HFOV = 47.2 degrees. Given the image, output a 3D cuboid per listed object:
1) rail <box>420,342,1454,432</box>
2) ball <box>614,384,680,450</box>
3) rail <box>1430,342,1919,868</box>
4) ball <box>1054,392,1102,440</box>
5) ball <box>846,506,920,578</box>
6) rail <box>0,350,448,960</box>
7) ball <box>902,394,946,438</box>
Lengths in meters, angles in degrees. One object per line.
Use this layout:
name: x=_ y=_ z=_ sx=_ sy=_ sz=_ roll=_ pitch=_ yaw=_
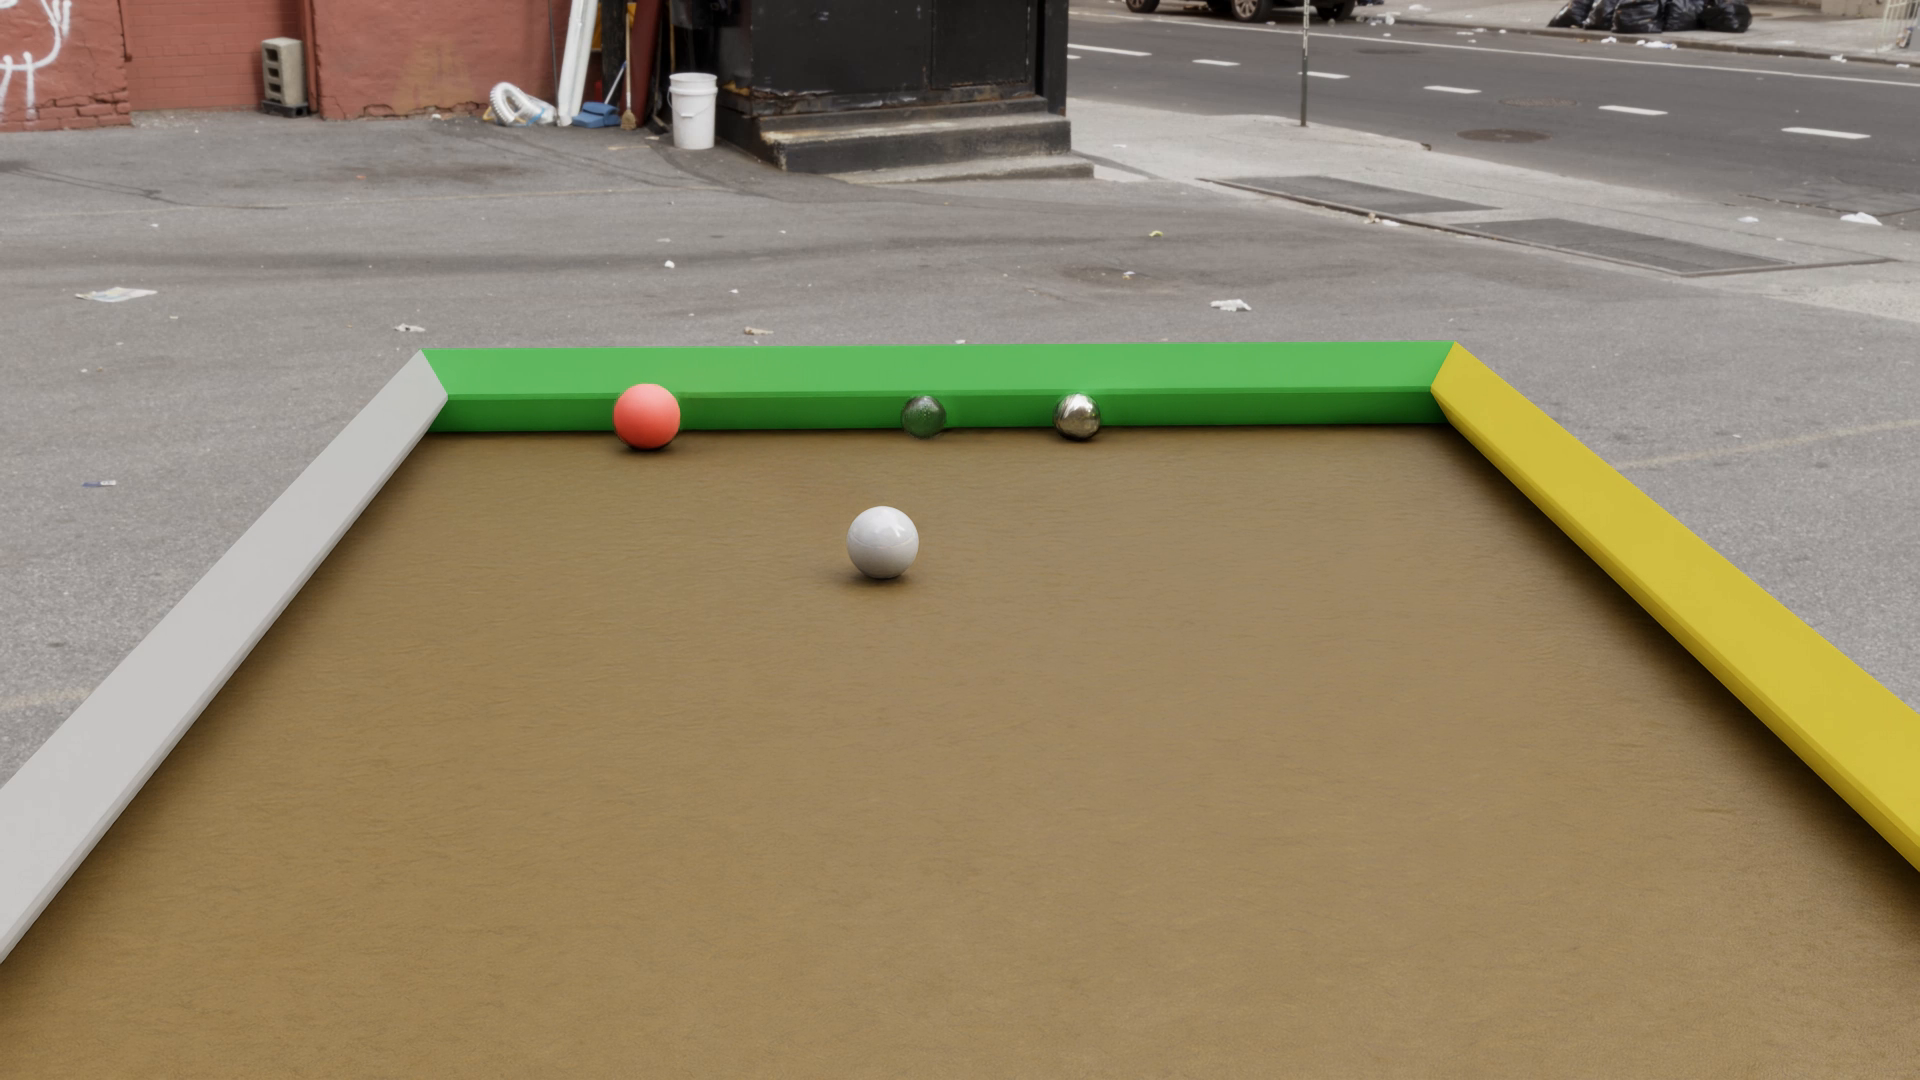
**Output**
rail: x=-0.026 y=-0.222 z=3.244 sx=1.533 sy=0.124 sz=0.045 roll=-1 pitch=17 yaw=-2
ball: x=-0.448 y=-0.177 z=3.148 sx=0.095 sy=0.095 sz=0.095 roll=0 pitch=17 yaw=0
rail: x=0.769 y=0.175 z=1.935 sx=0.045 sy=0.124 sz=2.841 roll=-1 pitch=17 yaw=-2
ball: x=0.172 y=-0.181 z=3.206 sx=0.069 sy=0.069 sz=0.069 roll=0 pitch=17 yaw=0
ball: x=-0.091 y=0.003 z=2.572 sx=0.085 sy=0.085 sz=0.085 roll=0 pitch=17 yaw=0
rail: x=-0.716 y=0.192 z=1.882 sx=0.045 sy=0.124 sz=2.841 roll=-1 pitch=17 yaw=-2
ball: x=-0.052 y=-0.180 z=3.211 sx=0.064 sy=0.064 sz=0.064 roll=0 pitch=17 yaw=0
